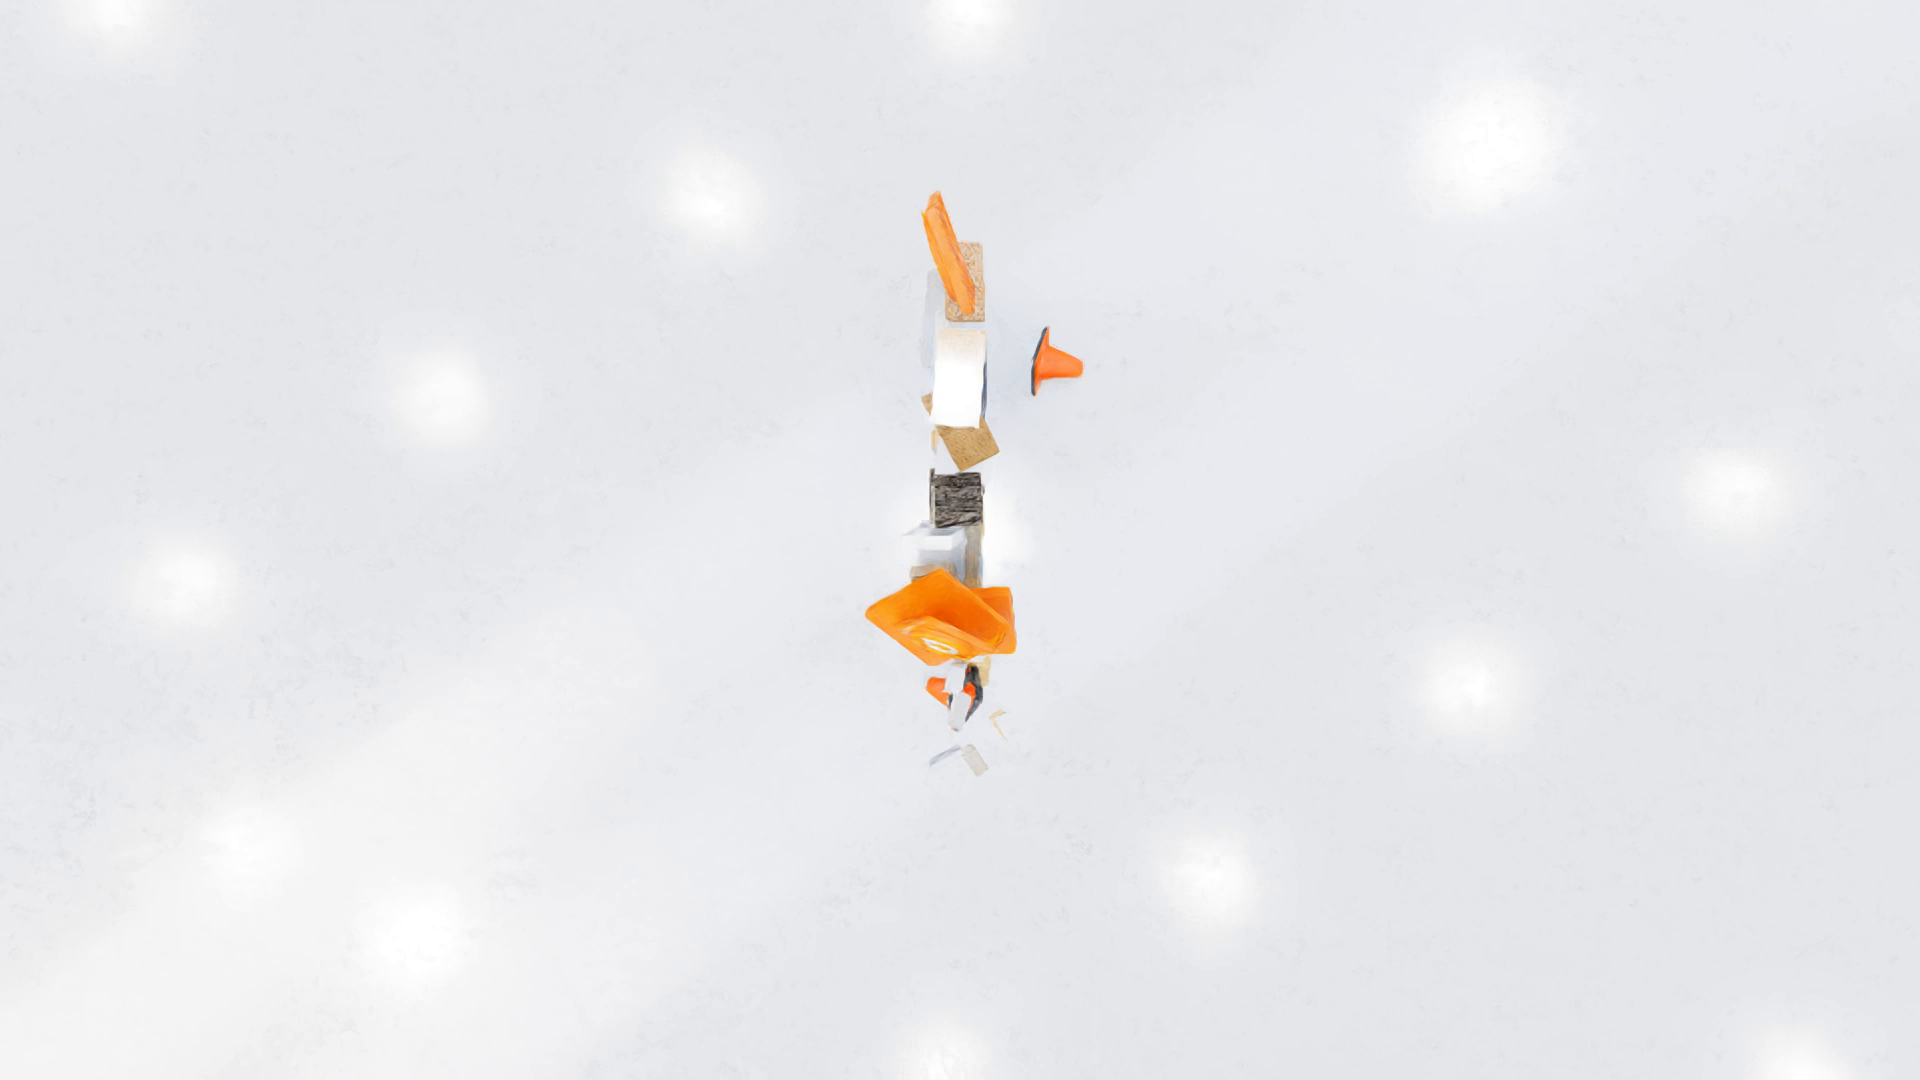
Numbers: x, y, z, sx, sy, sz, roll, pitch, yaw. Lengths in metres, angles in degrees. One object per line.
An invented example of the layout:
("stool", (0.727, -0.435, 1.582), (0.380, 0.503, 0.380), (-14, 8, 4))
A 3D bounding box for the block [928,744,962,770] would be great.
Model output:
("block", (-0.049, 0.720, 5.470), (0.116, 0.058, 0.016), (-29, 105, 0))

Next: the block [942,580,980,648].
("block", (0.003, 0.243, 5.409), (0.127, 0.036, 0.255), (0, 127, 0))

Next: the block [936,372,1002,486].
("block", (0.025, -0.349, 5.127), (0.174, 0.049, 0.347), (6, 89, 1))

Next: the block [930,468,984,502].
("block", (-0.011, -0.125, 5.331), (0.174, 0.347, 0.049), (1, 62, 0))

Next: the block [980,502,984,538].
("block", (-0.003, -0.035, 5.343), (0.162, 0.323, 0.046), (0, 66, 0))

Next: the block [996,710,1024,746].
("block", (0.164, 0.625, 5.478), (0.052, 0.015, 0.104), (-28, 90, 0))

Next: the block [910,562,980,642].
("block", (-0.043, 0.198, 5.179), (0.136, 0.351, 0.039), (-8, 50, 13))

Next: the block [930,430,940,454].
("block", (-0.004, -0.316, 5.326), (0.174, 0.347, 0.049), (0, 89, 0))

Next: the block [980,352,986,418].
("block", (0.020, -0.497, 5.072), (0.120, 0.034, 0.239), (1, 94, 7))

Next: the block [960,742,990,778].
("block", (0.047, 0.733, 5.493), (0.052, 0.015, 0.104), (-36, 90, 0))

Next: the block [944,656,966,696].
("block", (-0.014, 0.442, 5.312), (0.058, 0.016, 0.116), (26, 61, -30))

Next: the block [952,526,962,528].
("block", (-0.023, -0.058, 5.005), (0.060, 0.017, 0.120), (1, 106, 10))

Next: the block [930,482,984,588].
("block", (-0.015, -0.014, 5.180), (0.162, 0.046, 0.323), (2, 105, 0))

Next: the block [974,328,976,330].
("block", (-0.013, -0.634, 5.348), (0.148, 0.295, 0.042), (-5, 88, 3))

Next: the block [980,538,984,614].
("block", (-0.005, 0.124, 5.371), (0.162, 0.046, 0.323), (0, 133, 0))

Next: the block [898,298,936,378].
("block", (-0.059, -0.617, 5.181), (0.148, 0.042, 0.295), (-29, 89, 3))

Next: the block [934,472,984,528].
("block", (-0.004, -0.123, 4.950), (0.141, 0.283, 0.040), (-4, 118, 1))

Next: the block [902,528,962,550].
("block", (-0.077, -0.006, 4.736), (0.136, 0.273, 0.039), (0, 95, 7))

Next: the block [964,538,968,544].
("block", (-0.017, 0.002, 5.092), (0.060, 0.120, 0.017), (5, 92, 12))

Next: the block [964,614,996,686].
("block", (0.042, 0.361, 5.423), (0.127, 0.036, 0.255), (6, 118, 1))

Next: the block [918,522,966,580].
("block", (-0.055, 0.036, 5.045), (0.136, 0.273, 0.039), (9, 63, 6))

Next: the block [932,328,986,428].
("block", (-0.003, -0.478, 4.867), (0.141, 0.040, 0.283), (5, 93, 0))

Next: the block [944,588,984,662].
("block", (0.007, 0.275, 5.333), (0.127, 0.036, 0.255), (1, 119, 8))

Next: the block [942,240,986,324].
("block", (0.012, -0.782, 4.996), (0.120, 0.034, 0.239), (0, 85, -27))

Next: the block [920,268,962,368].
("block", (-0.052, -0.682, 5.095), (0.120, 0.034, 0.299), (4, 104, -3))

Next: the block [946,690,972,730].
("block", (-0.003, 0.544, 5.276), (0.058, 0.016, 0.116), (30, 69, -35))

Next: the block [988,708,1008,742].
("block", (0.146, 0.617, 5.493), (0.052, 0.015, 0.104), (-38, 90, 0))

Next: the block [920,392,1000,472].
("block", (0.004, -0.348, 4.992), (0.141, 0.040, 0.283), (-27, 127, 2))
